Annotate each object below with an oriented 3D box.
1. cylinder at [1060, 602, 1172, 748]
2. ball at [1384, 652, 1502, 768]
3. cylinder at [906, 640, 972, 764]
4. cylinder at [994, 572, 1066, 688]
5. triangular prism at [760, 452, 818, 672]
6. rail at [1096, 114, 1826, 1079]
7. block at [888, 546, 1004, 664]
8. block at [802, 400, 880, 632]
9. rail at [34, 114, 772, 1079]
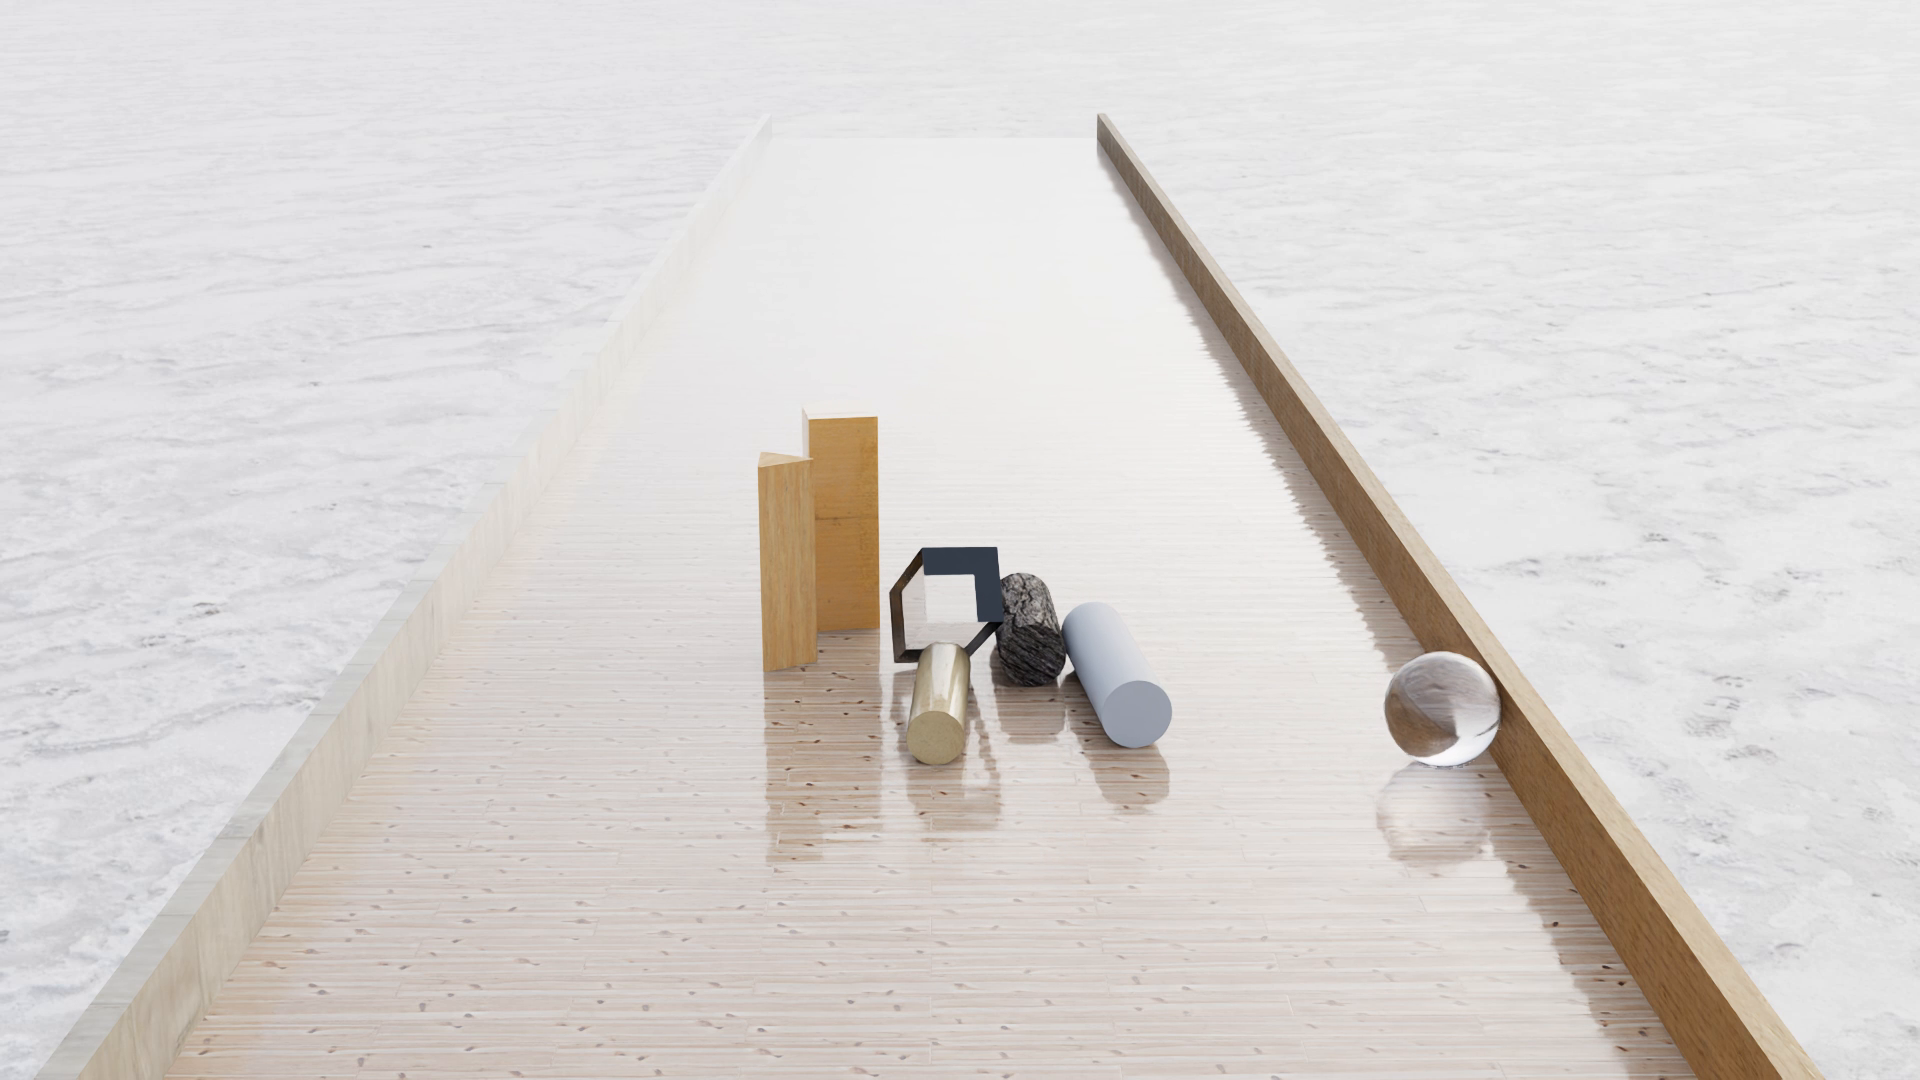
[{"bbox_3d":[0.291,0.248,4.165,0.129,0.129,0.455,-2,17,-6],"label":"cylinder"},{"bbox_3d":[0.849,0.298,3.869,0.203,0.203,0.203,0,17,0],"label":"ball"},{"bbox_3d":[-0.037,0.295,4.054,0.103,0.103,0.375,1,17,2],"label":"cylinder"},{"bbox_3d":[0.134,0.176,4.407,0.129,0.129,0.333,-1,17,-3],"label":"cylinder"},{"bbox_3d":[-0.364,0.038,4.364,0.119,0.418,0.103,-10,19,-31],"label":"triangular prism"},{"bbox_3d":[0.932,-0.844,7.801,0.050,0.150,12.000,0,17,-1],"label":"rail"},{"bbox_3d":[-0.030,0.129,4.265,0.147,0.147,0.311,-1,-17,-14],"label":"block"},{"bbox_3d":[-0.249,-0.050,4.598,0.142,0.455,0.142,-3,17,-9],"label":"block"},{"bbox_3d":[-1.118,-0.838,7.780,0.050,0.150,12.000,0,17,-1],"label":"rail"}]
